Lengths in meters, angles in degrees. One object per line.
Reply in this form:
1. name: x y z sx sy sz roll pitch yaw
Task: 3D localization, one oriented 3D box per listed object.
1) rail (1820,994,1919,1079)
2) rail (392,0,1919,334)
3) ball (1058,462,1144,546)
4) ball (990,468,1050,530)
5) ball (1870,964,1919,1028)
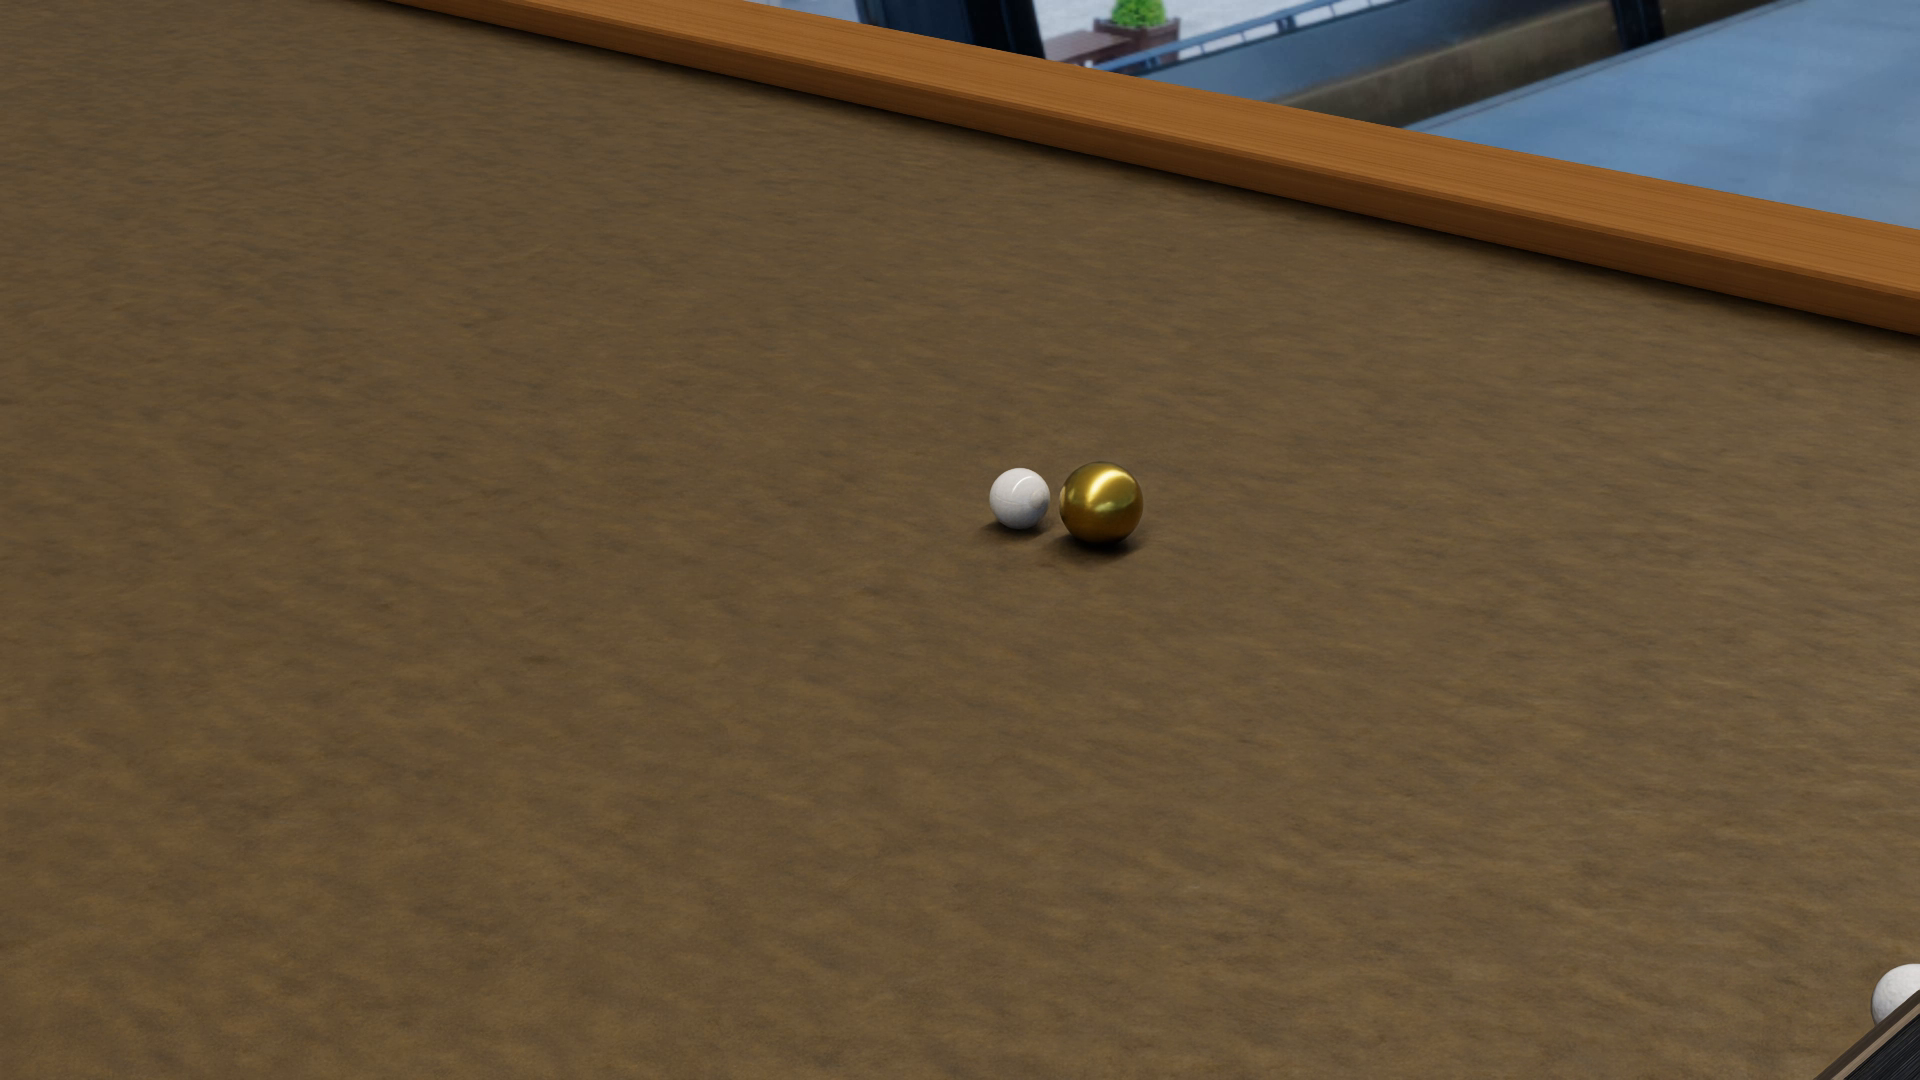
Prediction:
1. rail: 0.743 0.223 1.924 0.045 0.114 2.387 19 28 38
2. rail: 0.024 -0.607 3.991 4.102 0.114 0.045 19 28 38
3. ball: 0.125 -0.032 2.615 0.076 0.076 0.076 0 22 0
4. ball: 0.054 -0.037 2.655 0.055 0.055 0.055 0 22 0
5. ball: 0.597 0.292 1.835 0.055 0.055 0.055 0 22 0
